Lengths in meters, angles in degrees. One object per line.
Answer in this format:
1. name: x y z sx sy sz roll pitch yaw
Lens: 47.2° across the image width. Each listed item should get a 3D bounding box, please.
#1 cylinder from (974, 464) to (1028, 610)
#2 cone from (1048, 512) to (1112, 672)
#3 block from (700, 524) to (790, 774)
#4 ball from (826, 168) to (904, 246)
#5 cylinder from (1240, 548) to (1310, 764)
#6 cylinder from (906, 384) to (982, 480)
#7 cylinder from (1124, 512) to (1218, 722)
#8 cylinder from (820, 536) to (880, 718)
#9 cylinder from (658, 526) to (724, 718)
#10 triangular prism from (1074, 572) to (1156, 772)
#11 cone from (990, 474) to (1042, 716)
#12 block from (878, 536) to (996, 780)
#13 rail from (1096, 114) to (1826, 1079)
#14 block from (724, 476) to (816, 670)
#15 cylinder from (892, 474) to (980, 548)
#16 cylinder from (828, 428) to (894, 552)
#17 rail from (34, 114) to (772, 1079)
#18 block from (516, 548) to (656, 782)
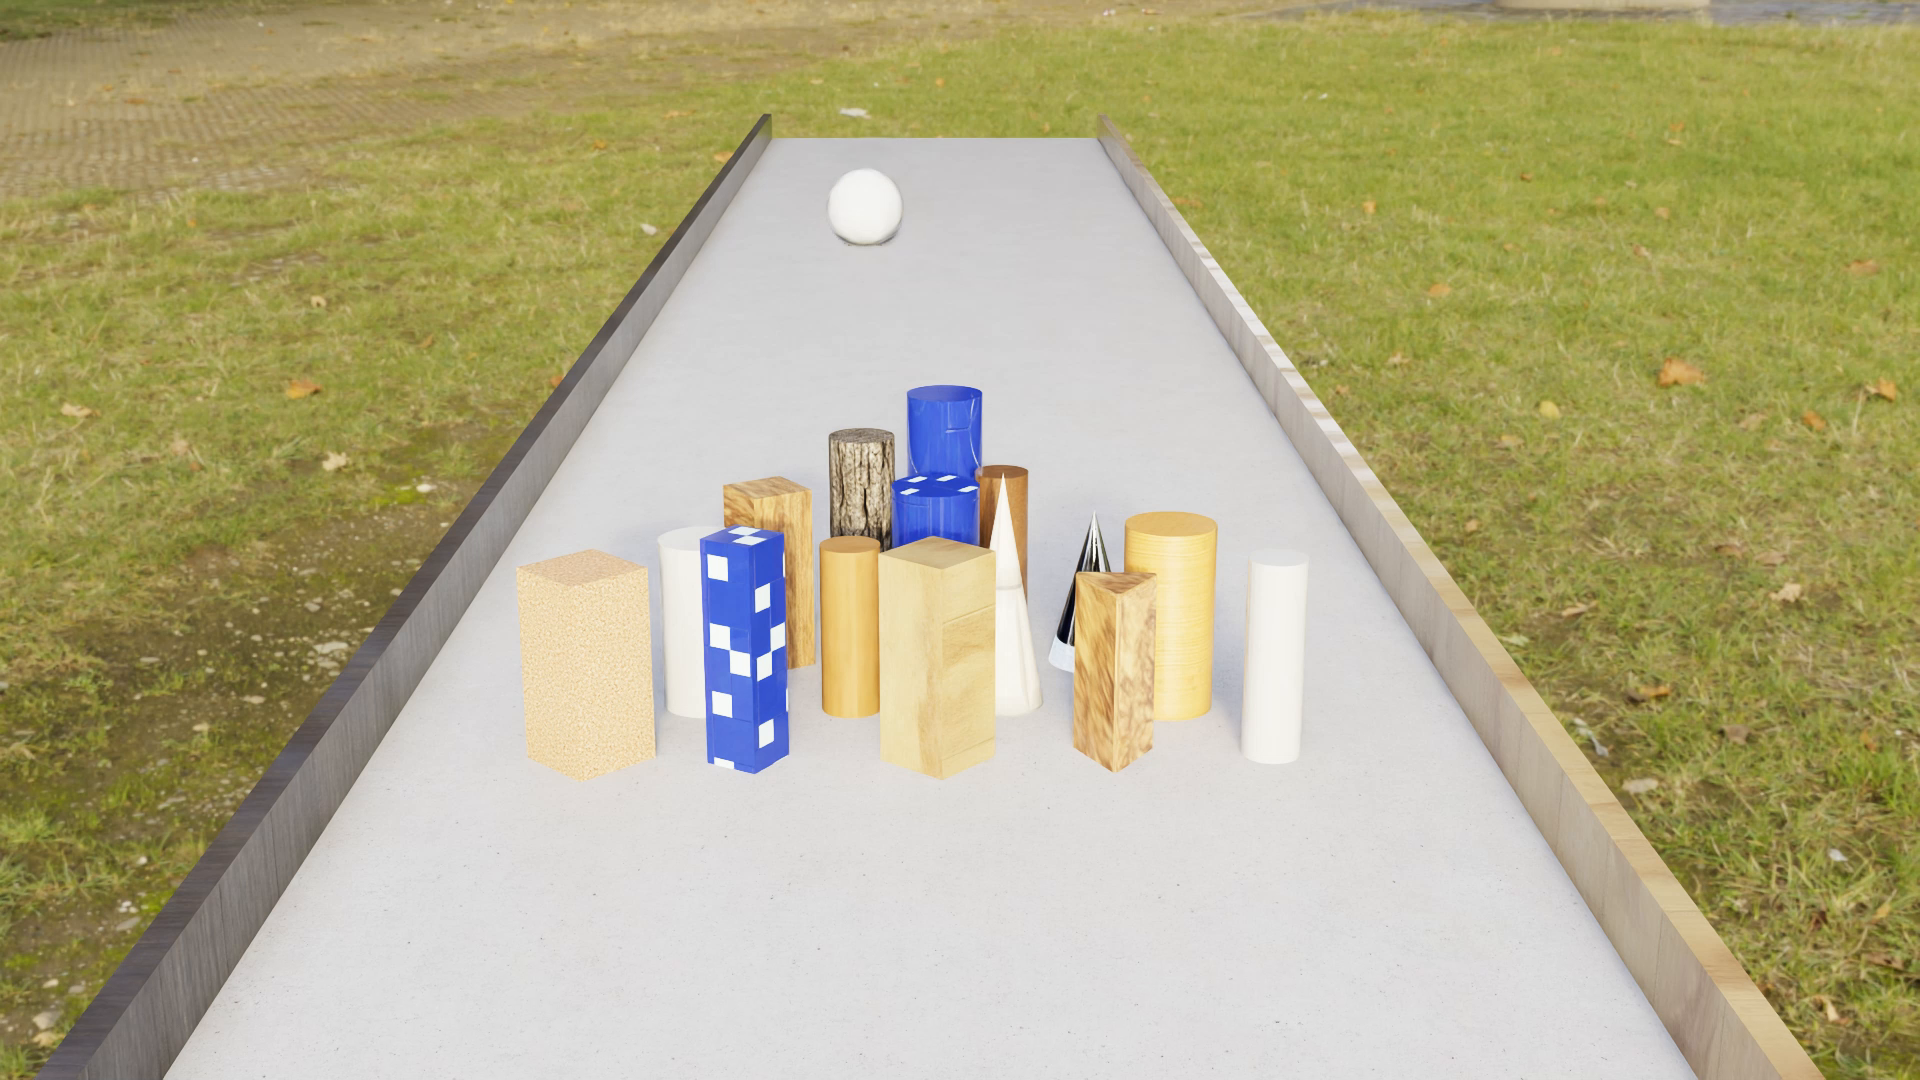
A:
1. cylinder: 0.087 0.010 4.633 0.113 0.319 0.113 0 17 0
2. cone: 0.265 0.090 4.376 0.174 0.313 0.174 0 17 0
3. block: -0.377 0.191 3.857 0.104 0.414 0.104 10 19 30
4. ball: -0.408 -1.430 9.451 0.332 0.332 0.332 0 17 0
5. cylinder: 0.557 0.206 3.892 0.106 0.366 0.106 0 17 0
6. cylinder: -0.034 -0.119 4.885 0.168 0.423 0.168 0 17 0
7. cylinder: 0.391 0.141 4.124 0.171 0.358 0.171 0 17 0
8. cylinder: -0.204 0.163 4.115 0.113 0.322 0.113 0 17 0
9. cylinder: -0.481 0.153 4.140 0.164 0.326 0.164 0 17 0
10. triangular prism: 0.257 0.224 3.895 0.121 0.329 0.140 10 19 30
11. cone: 0.080 0.092 4.127 0.157 0.450 0.157 0 17 0
12. block: -0.039 0.205 3.865 0.145 0.383 0.145 13 21 38
13. rail: 0.932 -0.844 7.801 0.050 0.150 12.000 0 17 -1
14. block: -0.378 0.070 4.358 0.127 0.361 0.127 -11 20 -32
15. cylinder: -0.048 0.061 4.404 0.176 0.352 0.176 0 17 0
16. cylinder: -0.203 -0.023 4.600 0.137 0.402 0.137 0 17 0
17. rail: -1.118 -0.838 7.780 0.050 0.150 12.000 0 17 -1
18. block: -0.657 0.218 3.872 0.162 0.355 0.162 -16 23 -42
